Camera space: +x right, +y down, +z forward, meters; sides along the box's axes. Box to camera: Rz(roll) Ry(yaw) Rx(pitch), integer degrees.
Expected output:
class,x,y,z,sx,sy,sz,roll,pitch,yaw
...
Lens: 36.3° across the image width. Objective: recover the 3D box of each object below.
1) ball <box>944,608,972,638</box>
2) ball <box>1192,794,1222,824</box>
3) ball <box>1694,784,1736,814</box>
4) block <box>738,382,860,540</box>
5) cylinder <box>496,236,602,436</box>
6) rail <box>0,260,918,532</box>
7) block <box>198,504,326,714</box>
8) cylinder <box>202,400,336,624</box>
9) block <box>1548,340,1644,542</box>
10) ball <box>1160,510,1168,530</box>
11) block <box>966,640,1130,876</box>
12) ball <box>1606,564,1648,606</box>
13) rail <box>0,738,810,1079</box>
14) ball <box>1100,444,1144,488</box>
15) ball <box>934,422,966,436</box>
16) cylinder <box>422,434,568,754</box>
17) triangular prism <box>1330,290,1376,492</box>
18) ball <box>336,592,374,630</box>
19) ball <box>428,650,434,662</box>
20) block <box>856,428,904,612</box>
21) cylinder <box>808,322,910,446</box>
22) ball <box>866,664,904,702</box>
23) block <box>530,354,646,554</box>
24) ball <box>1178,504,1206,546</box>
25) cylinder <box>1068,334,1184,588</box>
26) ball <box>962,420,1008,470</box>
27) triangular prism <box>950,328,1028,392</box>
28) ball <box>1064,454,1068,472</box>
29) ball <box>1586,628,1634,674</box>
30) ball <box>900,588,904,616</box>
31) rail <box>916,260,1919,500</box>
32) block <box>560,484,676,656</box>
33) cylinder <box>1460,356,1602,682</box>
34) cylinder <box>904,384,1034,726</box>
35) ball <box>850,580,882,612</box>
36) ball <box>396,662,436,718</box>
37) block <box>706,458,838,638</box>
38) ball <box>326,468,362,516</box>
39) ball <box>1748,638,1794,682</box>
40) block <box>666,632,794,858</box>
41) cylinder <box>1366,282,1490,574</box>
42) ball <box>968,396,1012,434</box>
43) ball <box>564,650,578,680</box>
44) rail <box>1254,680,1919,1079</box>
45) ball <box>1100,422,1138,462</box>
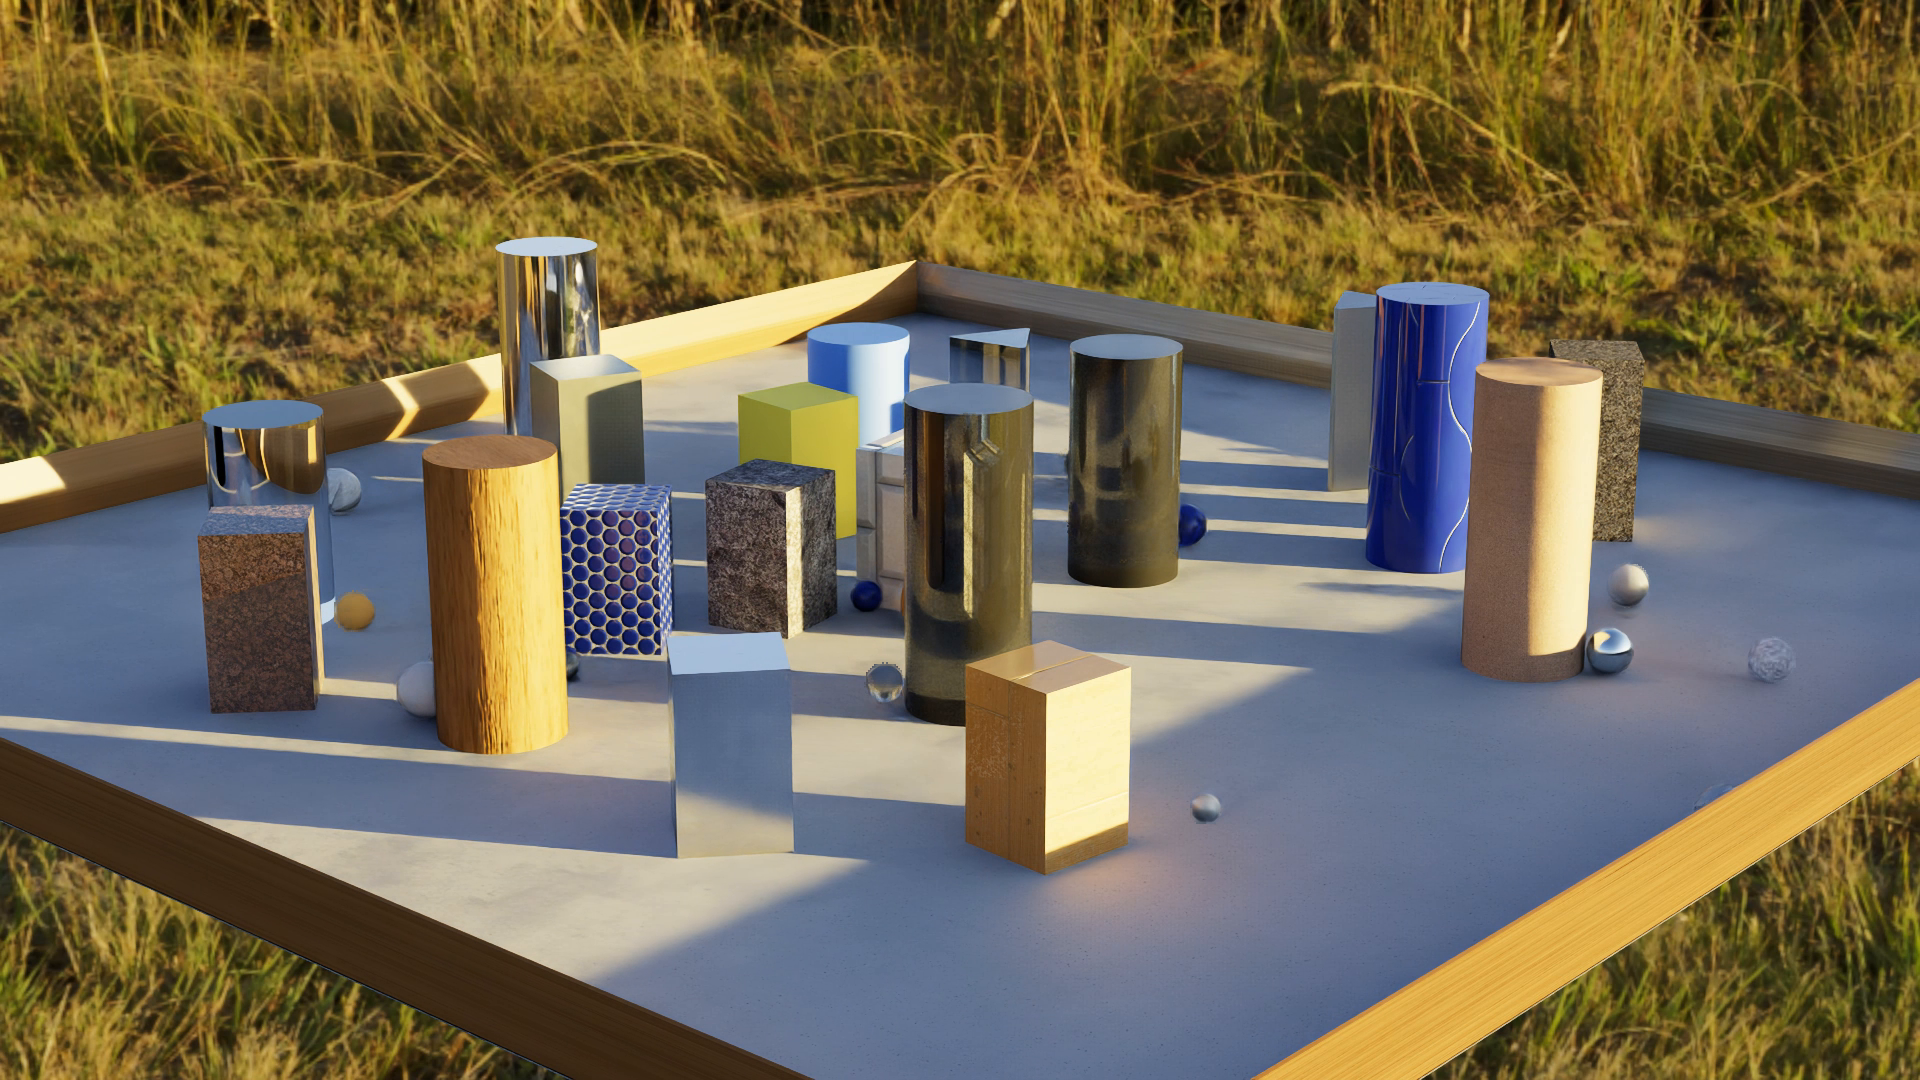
class,x,y,z,sx,sy,sz,roll,pitch,yaw
ball,-0.003,0.140,4.907,0.049,0.049,0.049,0,17,0
ball,0.347,0.378,4.128,0.042,0.042,0.042,0,17,0
ball,1.058,0.376,4.077,0.074,0.074,0.074,0,17,0
block,-0.300,-0.141,5.464,0.159,0.264,0.159,-14,22,-39
cylinder,-0.813,-0.356,5.834,0.199,0.463,0.199,0,17,0
rail,-1.192,-0.266,6.111,0.045,0.129,3.356,14,22,39
block,-1.093,0.107,4.600,0.159,0.289,0.159,-2,17,-6
cylinder,-1.170,-0.041,4.974,0.199,0.356,0.199,0,17,0
block,1.178,-0.187,5.475,0.159,0.346,0.159,2,17,7
ball,0.395,-0.034,5.493,0.043,0.043,0.043,0,17,0
block,0.120,0.296,4.023,0.159,0.259,0.159,-15,22,-40
ball,1.153,0.079,5.071,0.071,0.071,0.071,0,17,0
rail,-1.085,0.393,3.924,3.204,0.129,0.045,14,22,39
ball,0.319,-0.146,5.791,0.085,0.085,0.085,0,17,0
ball,-0.019,-0.201,5.980,0.081,0.081,0.081,0,17,0
cylinder,-0.699,0.081,4.420,0.199,0.443,0.199,0,17,0
triangular prism,0.788,-0.299,5.809,0.172,0.367,0.149,-5,17,-16
ball,-1.019,0.121,4.942,0.064,0.064,0.064,0,17,0
ball,-0.819,0.193,4.699,0.067,0.067,0.067,0,17,0
block,-0.070,-0.031,5.077,0.159,0.278,0.159,10,19,29
cylinder,-0.198,-0.251,5.745,0.199,0.314,0.199,0,17,0
ball,-0.118,0.225,4.605,0.058,0.058,0.058,0,17,0
block,-0.685,-0.158,5.404,0.159,0.331,0.159,-8,19,-26
ball,0.415,-0.028,5.409,0.079,0.079,0.079,0,17,0
cylinder,0.292,-0.141,5.206,0.199,0.414,0.199,0,17,0
ball,0.049,-0.191,5.916,0.099,0.099,0.099,0,17,0
triangular prism,0.092,-0.253,5.765,0.172,0.306,0.149,11,20,33
ball,0.245,-0.152,5.831,0.074,0.074,0.074,0,17,0
ball,1.049,0.179,4.730,0.074,0.074,0.074,0,17,0
ball,-0.054,0.105,4.943,0.095,0.095,0.095,0,17,0
rail,1.085,-0.328,6.316,3.204,0.129,0.045,14,22,39
block,-0.567,0.048,4.869,0.159,0.247,0.159,1,17,3
cylinder,0.918,-0.034,4.720,0.199,0.489,0.199,0,17,0
cylinder,0.013,0.022,4.525,0.199,0.494,0.199,0,17,0
ball,-0.162,0.096,5.043,0.053,0.053,0.053,0,17,0
ball,-0.828,0.231,4.535,0.087,0.087,0.087,0,17,0
block,-0.319,0.013,4.970,0.159,0.255,0.159,9,19,27
ball,-1.190,-0.092,5.600,0.092,0.092,0.092,0,17,0
ball,1.298,0.192,4.694,0.072,0.072,0.072,0,17,0
block,-0.319,0.282,4.056,0.159,0.267,0.159,-2,17,-8
cylinder,0.839,-0.203,5.275,0.199,0.492,0.199,0,17,0
ball,0.063,-0.255,6.134,0.096,0.096,0.096,0,17,0
ball,-0.635,0.201,4.704,0.047,0.047,0.047,0,17,0
rail,1.192,0.331,4.129,0.045,0.129,3.356,14,22,39
ball,0.324,-0.200,5.982,0.079,0.079,0.079,0,17,0
